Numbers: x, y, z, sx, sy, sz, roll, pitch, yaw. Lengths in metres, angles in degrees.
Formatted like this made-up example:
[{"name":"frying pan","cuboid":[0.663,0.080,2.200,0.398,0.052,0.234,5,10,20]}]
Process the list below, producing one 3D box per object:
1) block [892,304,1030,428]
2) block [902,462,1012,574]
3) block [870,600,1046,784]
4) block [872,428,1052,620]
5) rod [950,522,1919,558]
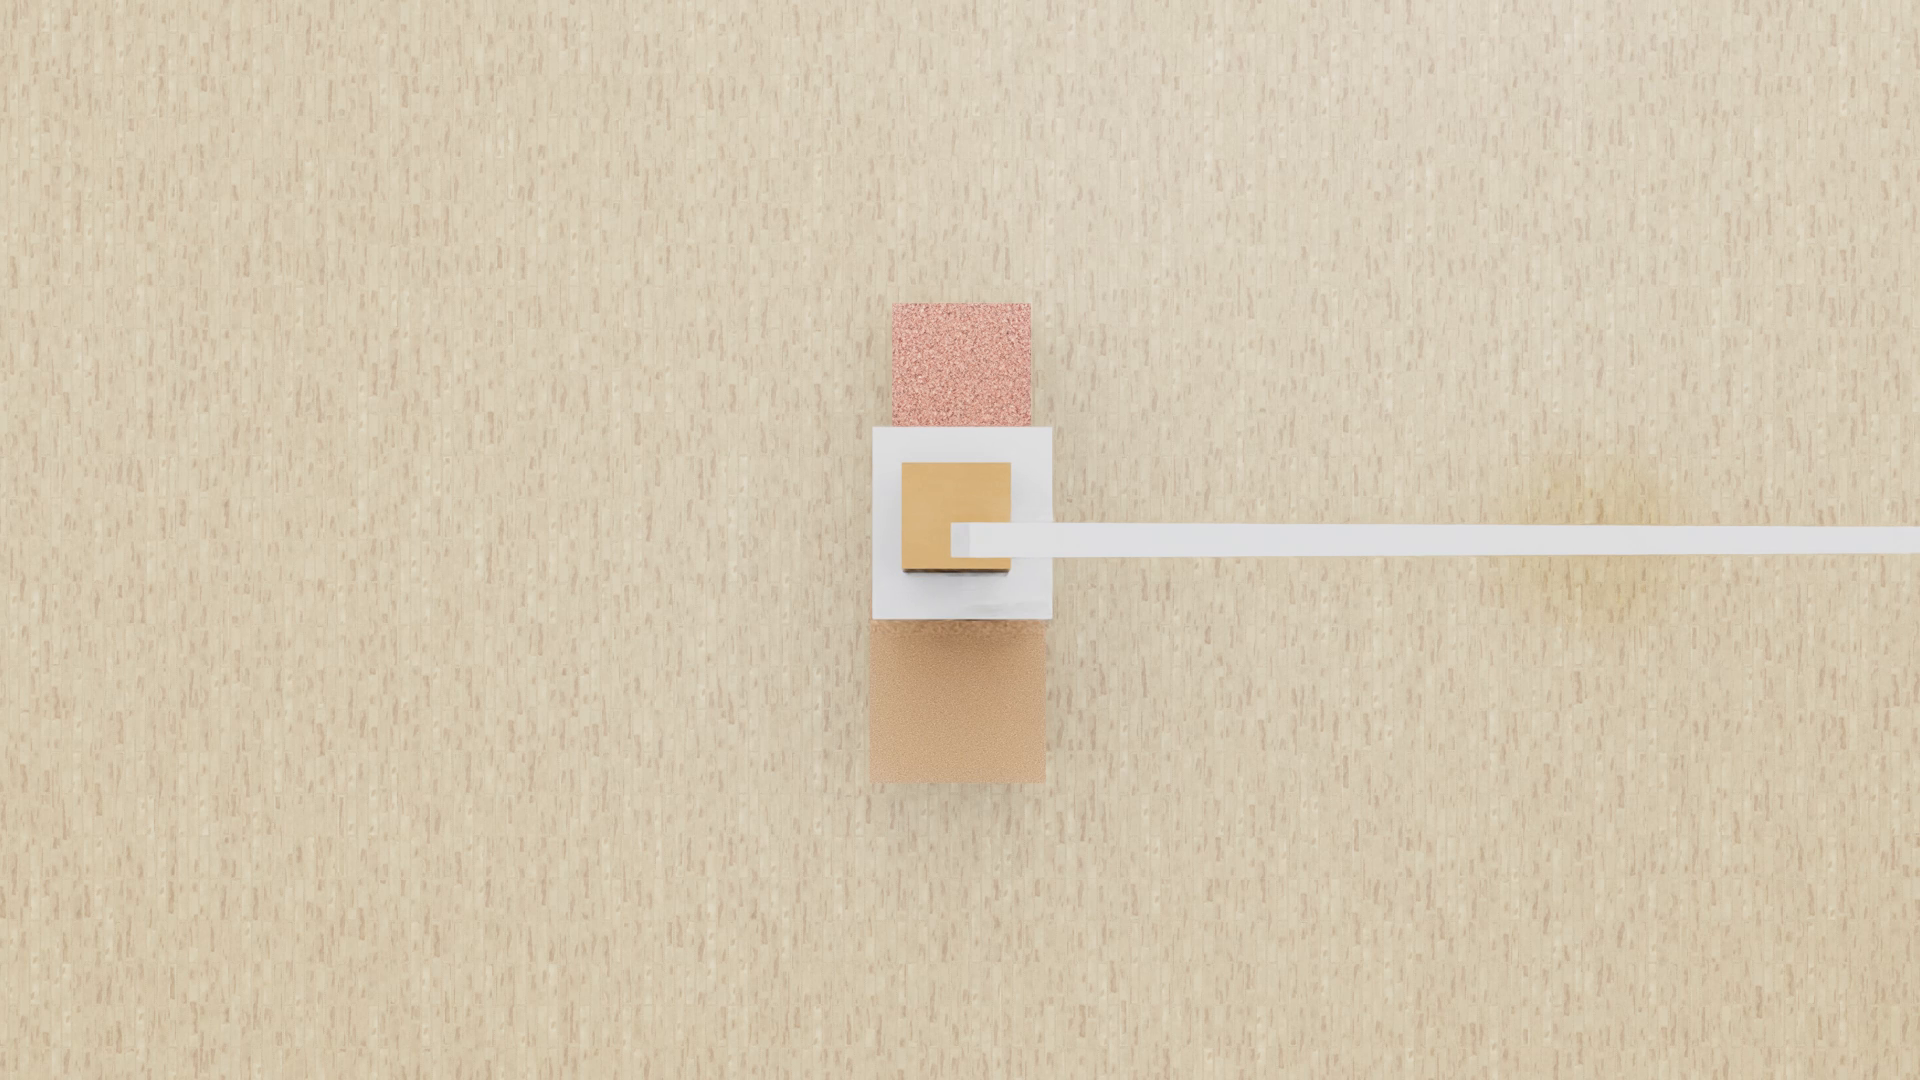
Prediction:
[{"name":"block","cuboid":[0.008,-0.921,12.632,0.774,0.736,0.800,0,90,0]},{"name":"block","cuboid":[-0.016,-0.094,9.992,0.483,0.592,0.473,0,87,0]},{"name":"block","cuboid":[-0.013,0.824,12.473,0.958,1.055,0.993,0,90,0]},{"name":"block","cuboid":[0.011,-0.062,10.671,0.839,0.769,0.899,0,87,0]},{"name":"rod","cuboid":[2.212,0.000,6.373,5.200,0.080,0.080,0,90,-32]}]
